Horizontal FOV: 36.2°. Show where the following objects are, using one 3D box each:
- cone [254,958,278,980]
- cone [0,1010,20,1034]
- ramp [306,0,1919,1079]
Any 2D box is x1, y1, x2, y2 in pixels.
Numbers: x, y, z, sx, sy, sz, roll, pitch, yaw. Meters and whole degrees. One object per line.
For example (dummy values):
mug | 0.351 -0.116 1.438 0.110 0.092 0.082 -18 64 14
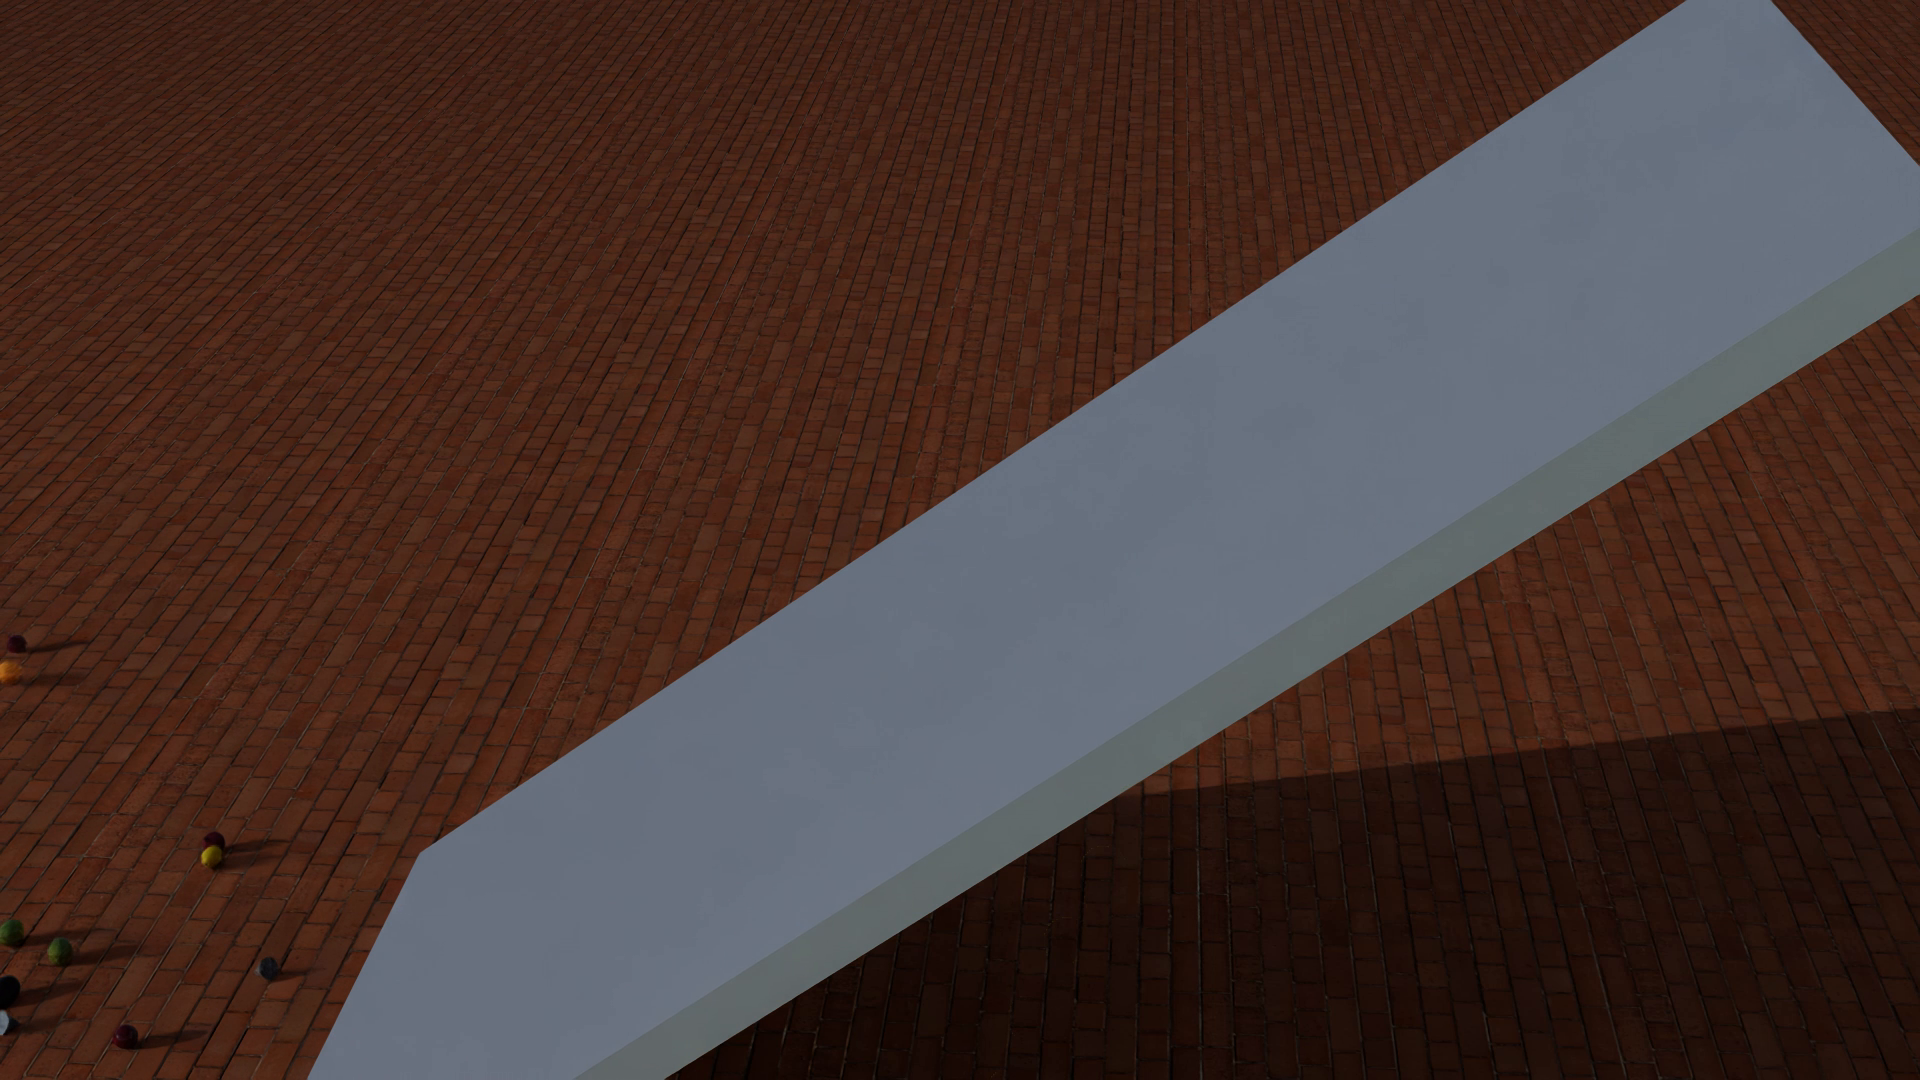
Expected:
cone | -1.746 1.078 7.349 0.059 0.059 0.059 -18 11 32
cone | -2.298 1.170 7.123 0.059 0.059 0.059 18 2 37
ramp | 0.131 0.177 6.317 4.000 0.100 2.000 -34 16 16
